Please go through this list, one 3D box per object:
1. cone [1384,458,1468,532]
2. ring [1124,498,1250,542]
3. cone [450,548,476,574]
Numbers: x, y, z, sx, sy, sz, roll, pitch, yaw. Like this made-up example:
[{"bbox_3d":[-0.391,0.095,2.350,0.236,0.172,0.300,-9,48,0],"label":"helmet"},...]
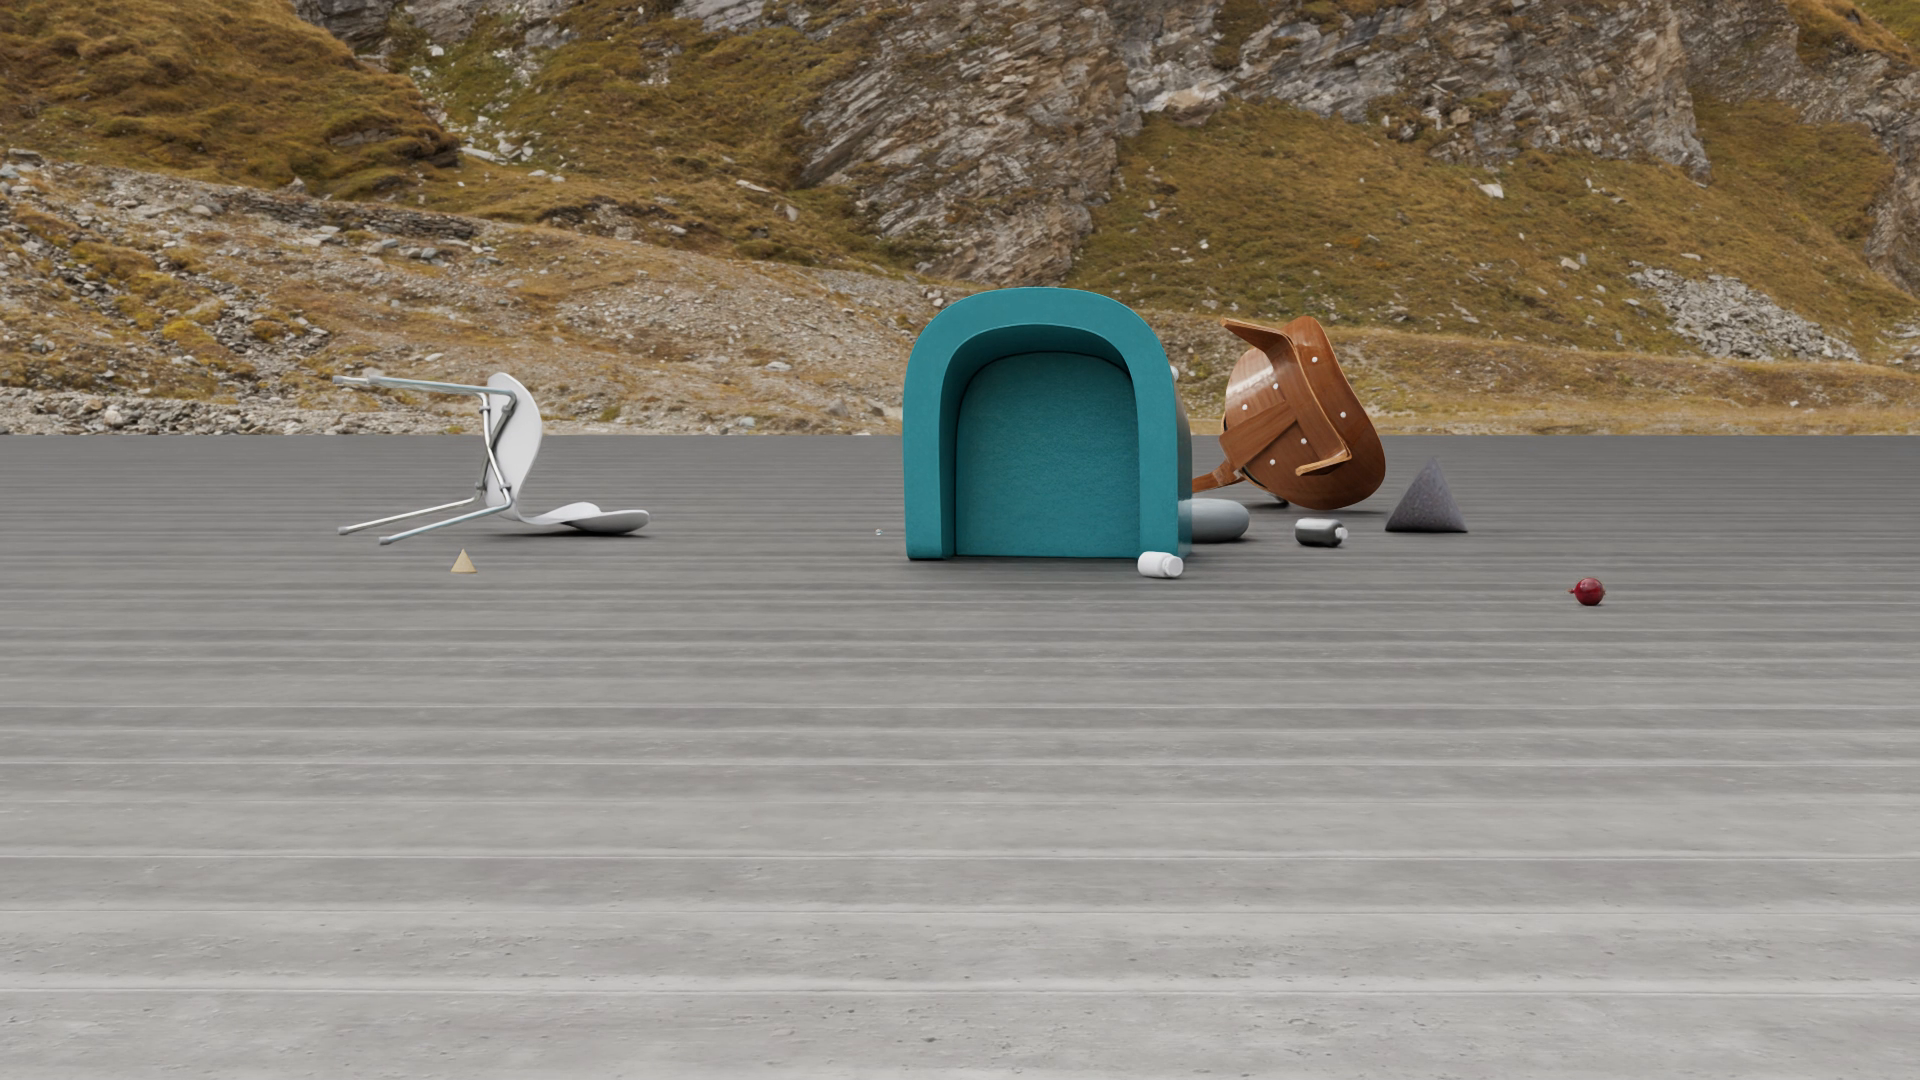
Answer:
[{"bbox_3d":[1.505,-0.084,6.912,0.219,0.273,0.314,35,-11,13],"label":"cone"},{"bbox_3d":[0.678,-0.058,6.581,0.375,0.113,0.463,0,4,13],"label":"ring"},{"bbox_3d":[-1.216,0.050,5.385,0.074,0.060,0.042,1,4,18],"label":"cone"}]
